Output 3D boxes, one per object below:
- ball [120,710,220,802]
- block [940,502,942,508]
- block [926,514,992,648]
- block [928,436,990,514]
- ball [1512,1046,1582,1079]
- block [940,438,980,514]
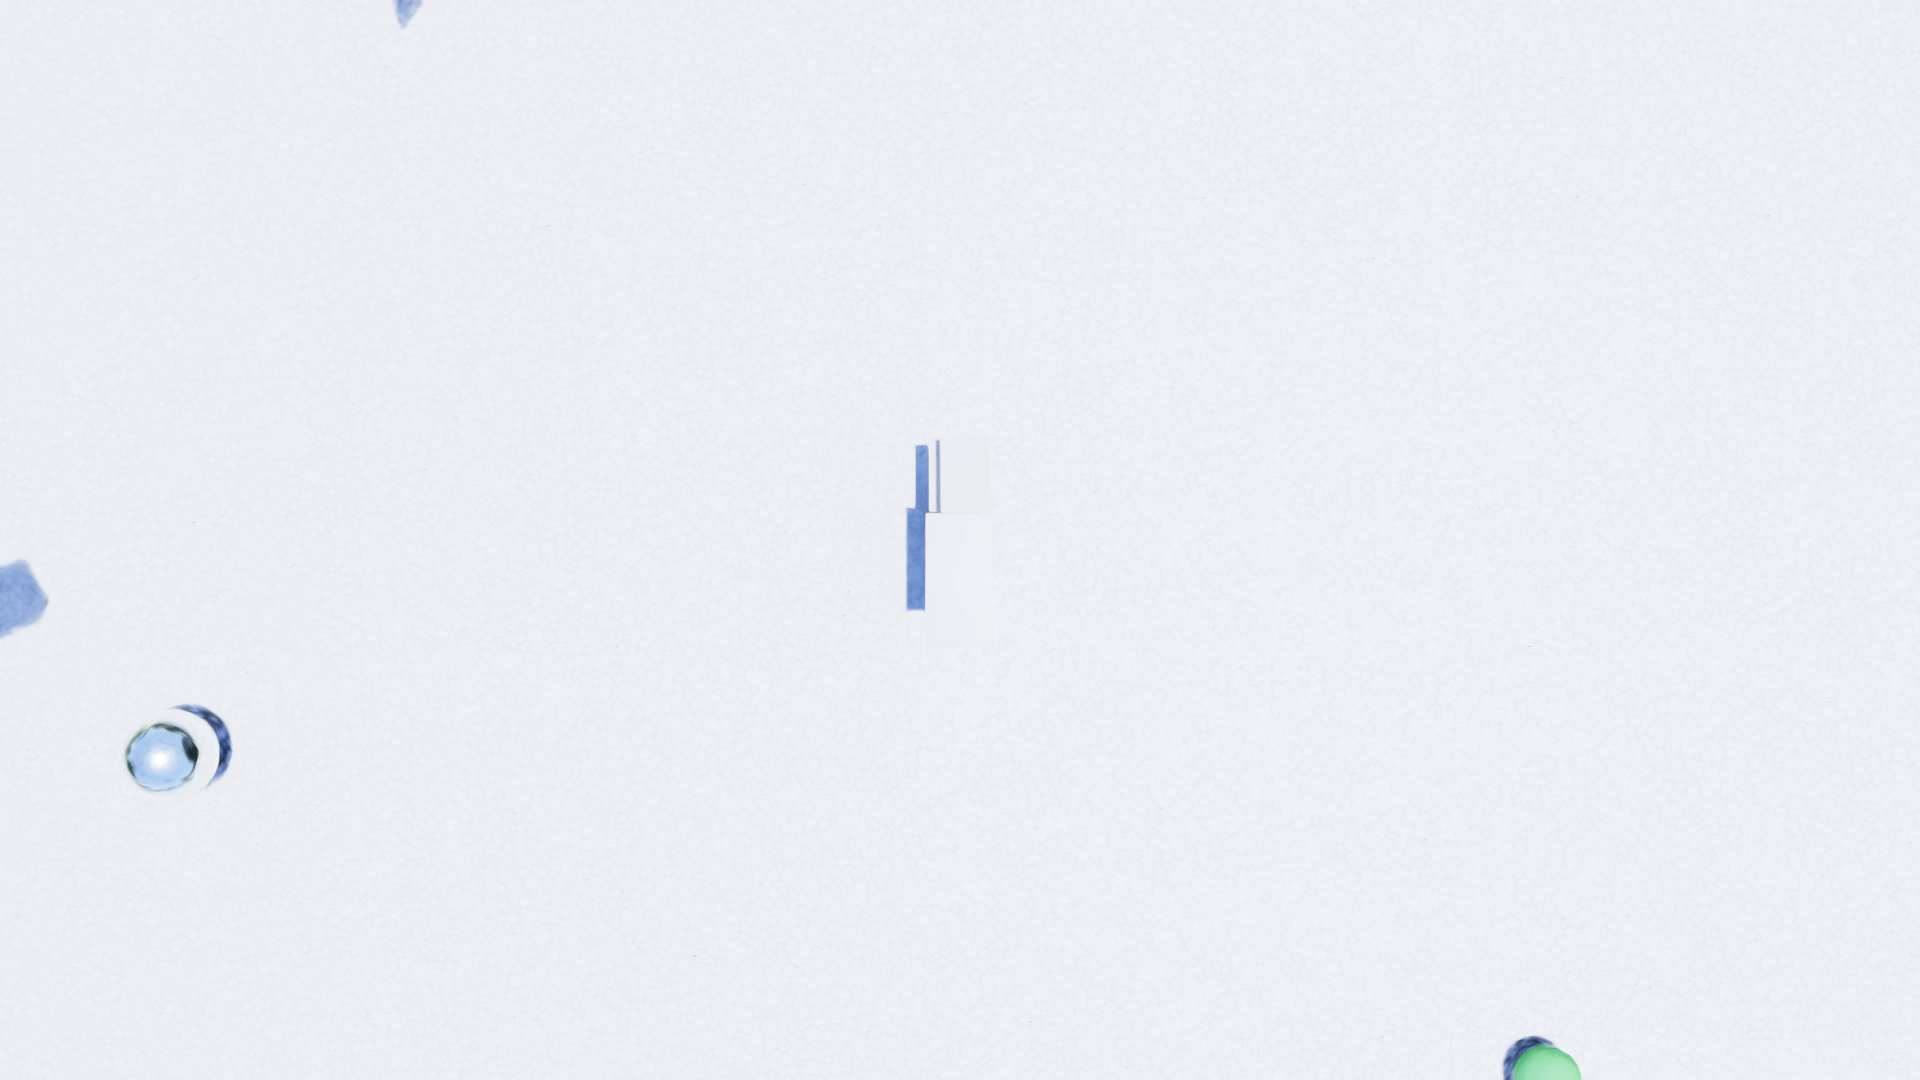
[{"bbox_3d":[-2.563,0.699,5.352,0.296,0.296,0.296,0,90,0],"label":"ball"},{"bbox_3d":[-0.001,-0.104,4.506,0.101,0.202,0.029,0,90,0],"label":"block"},{"bbox_3d":[-0.002,0.104,4.239,0.172,0.049,0.344,0,90,0],"label":"block"},{"bbox_3d":[-0.002,-0.119,4.631,0.169,0.048,0.338,0,90,0],"label":"block"},{"bbox_3d":[1.921,1.766,5.392,0.216,0.216,0.216,0,90,0],"label":"ball"},{"bbox_3d":[-0.001,-0.171,4.390,0.101,0.029,0.203,-1,90,0],"label":"block"}]
